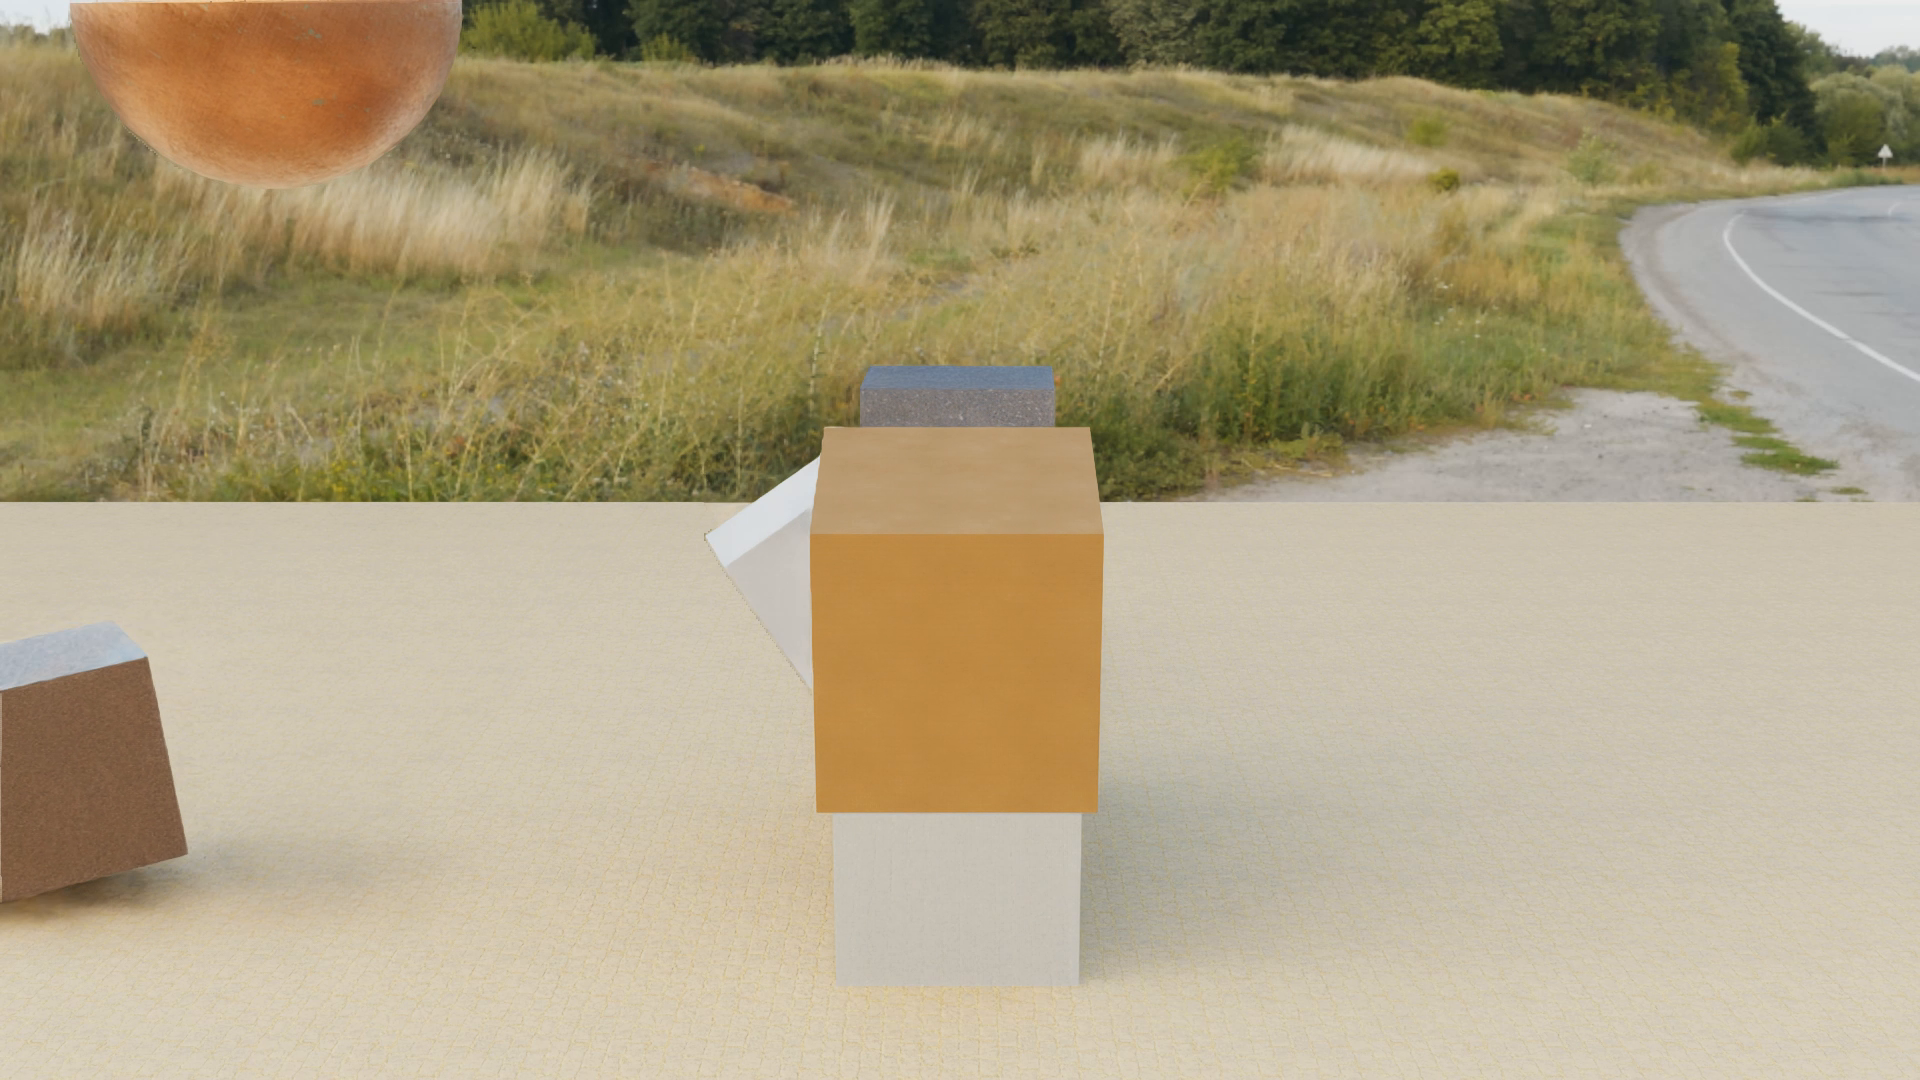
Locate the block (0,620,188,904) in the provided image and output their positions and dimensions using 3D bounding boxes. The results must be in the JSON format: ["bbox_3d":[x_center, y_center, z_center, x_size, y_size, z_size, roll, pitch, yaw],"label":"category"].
[{"bbox_3d":[-3.963,0.947,11.080,0.912,0.882,0.927,-14,14,-25],"label":"block"}]

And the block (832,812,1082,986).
[{"bbox_3d":[-0.010,1.236,10.279,0.945,0.745,0.878,0,21,0],"label":"block"}]

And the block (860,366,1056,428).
[{"bbox_3d":[-0.004,-0.265,12.146,0.884,1.019,0.935,0,10,1],"label":"block"}]

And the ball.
[{"bbox_3d":[-2.899,-2.279,10.766,1.600,1.600,1.600,0,10,0],"label":"ball"}]

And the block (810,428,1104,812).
[{"bbox_3d":[-0.012,0.291,10.043,1.069,1.148,1.117,0,23,0],"label":"block"}]

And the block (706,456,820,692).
[{"bbox_3d":[-0.743,0.156,13.822,0.829,0.838,0.938,-35,15,-4],"label":"block"}]
